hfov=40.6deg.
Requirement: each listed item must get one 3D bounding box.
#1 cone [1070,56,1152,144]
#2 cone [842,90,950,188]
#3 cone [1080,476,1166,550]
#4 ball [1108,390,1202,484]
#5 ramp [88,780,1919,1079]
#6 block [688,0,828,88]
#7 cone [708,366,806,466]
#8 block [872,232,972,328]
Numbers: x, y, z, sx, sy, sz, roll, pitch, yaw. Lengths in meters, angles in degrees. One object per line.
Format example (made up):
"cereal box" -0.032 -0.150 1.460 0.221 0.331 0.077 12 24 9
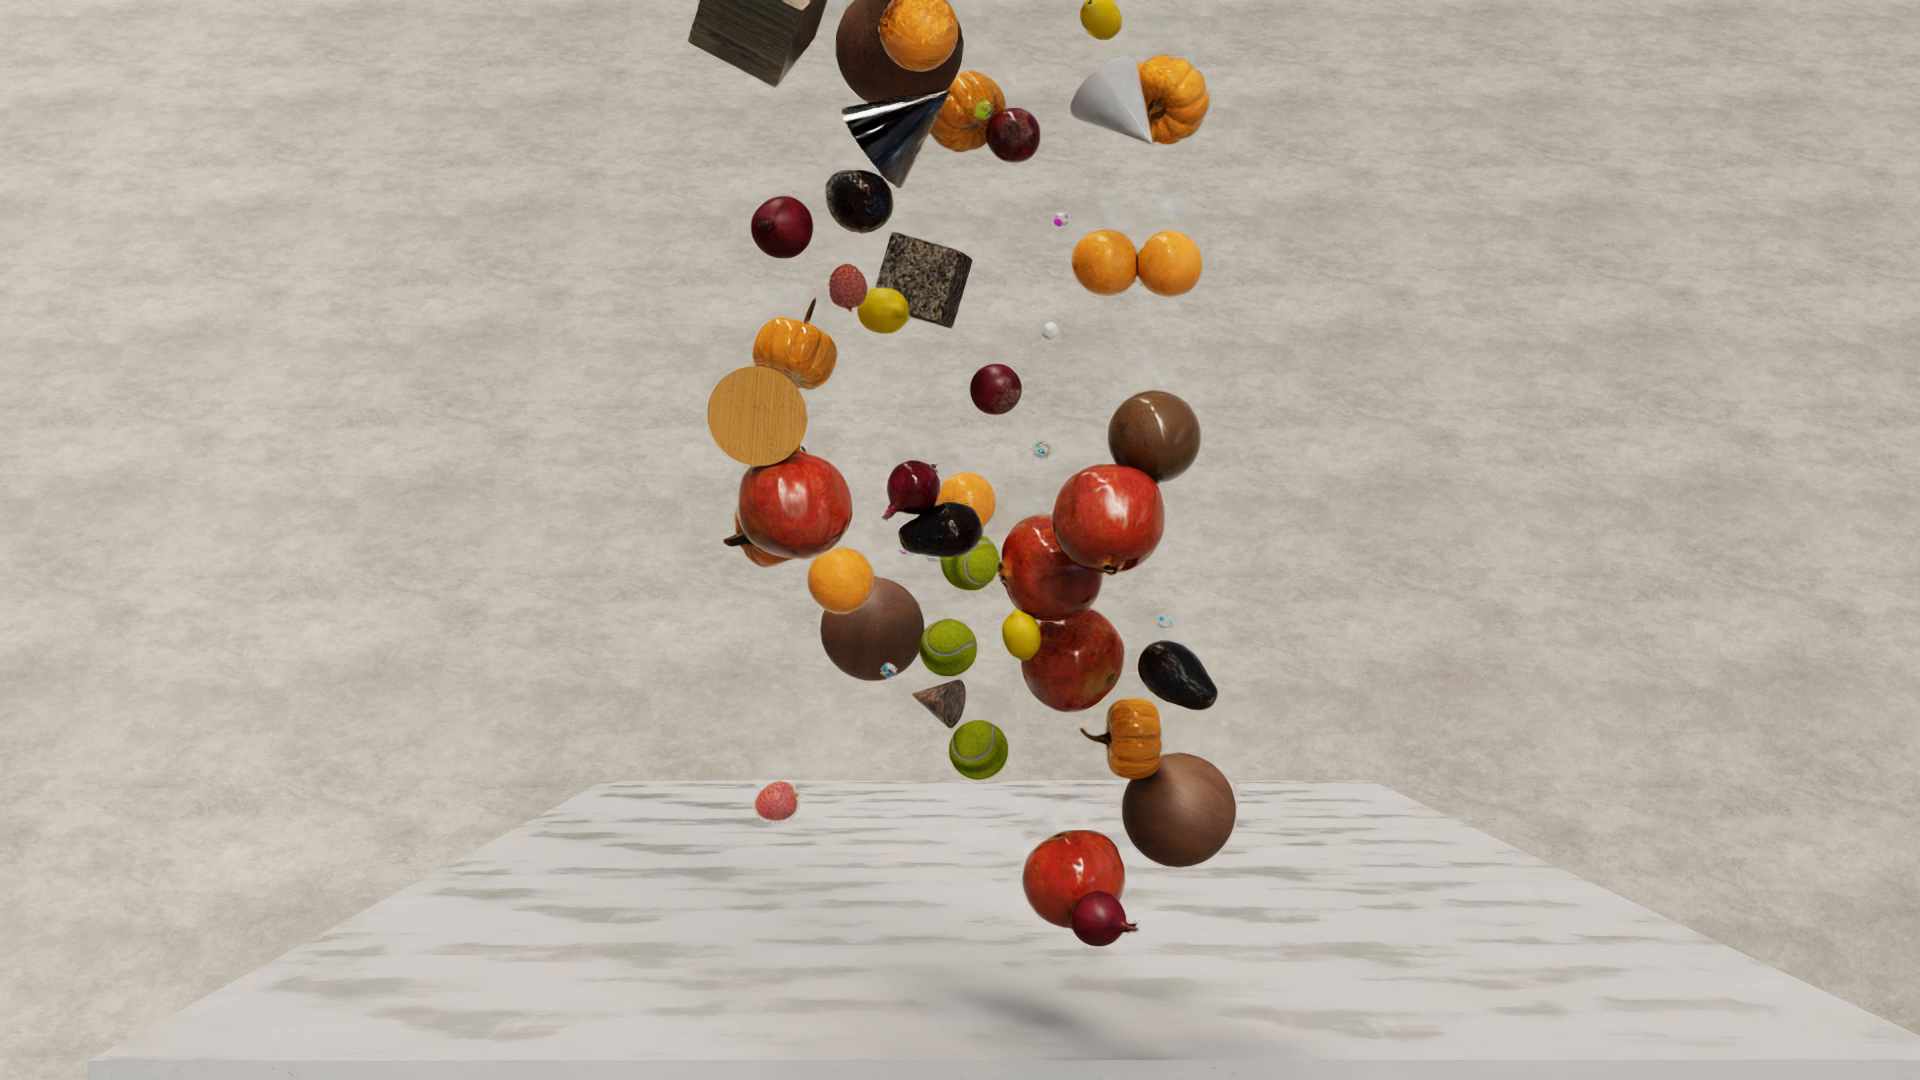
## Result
"cone" 0.167 -0.419 2.565 0.082 0.082 0.082 -24 65 -32
"cone" -0.047 -0.410 2.525 0.097 0.097 0.097 -34 30 15
"cone" 0.177 -0.031 2.675 0.079 0.079 0.079 -5 28 29
"ball" 0.198 -0.105 2.646 0.096 0.096 0.096 0 33 0
"ramp" 0.073 0.639 4.752 2.000 0.100 4.000 0 -1 0
"block" -0.180 -0.496 2.389 0.092 0.092 0.092 28 47 1
"cone" -0.188 -0.131 2.541 0.098 0.098 0.098 5 14 7
"block" -0.042 -0.294 2.936 0.082 0.082 0.082 17 2 9
